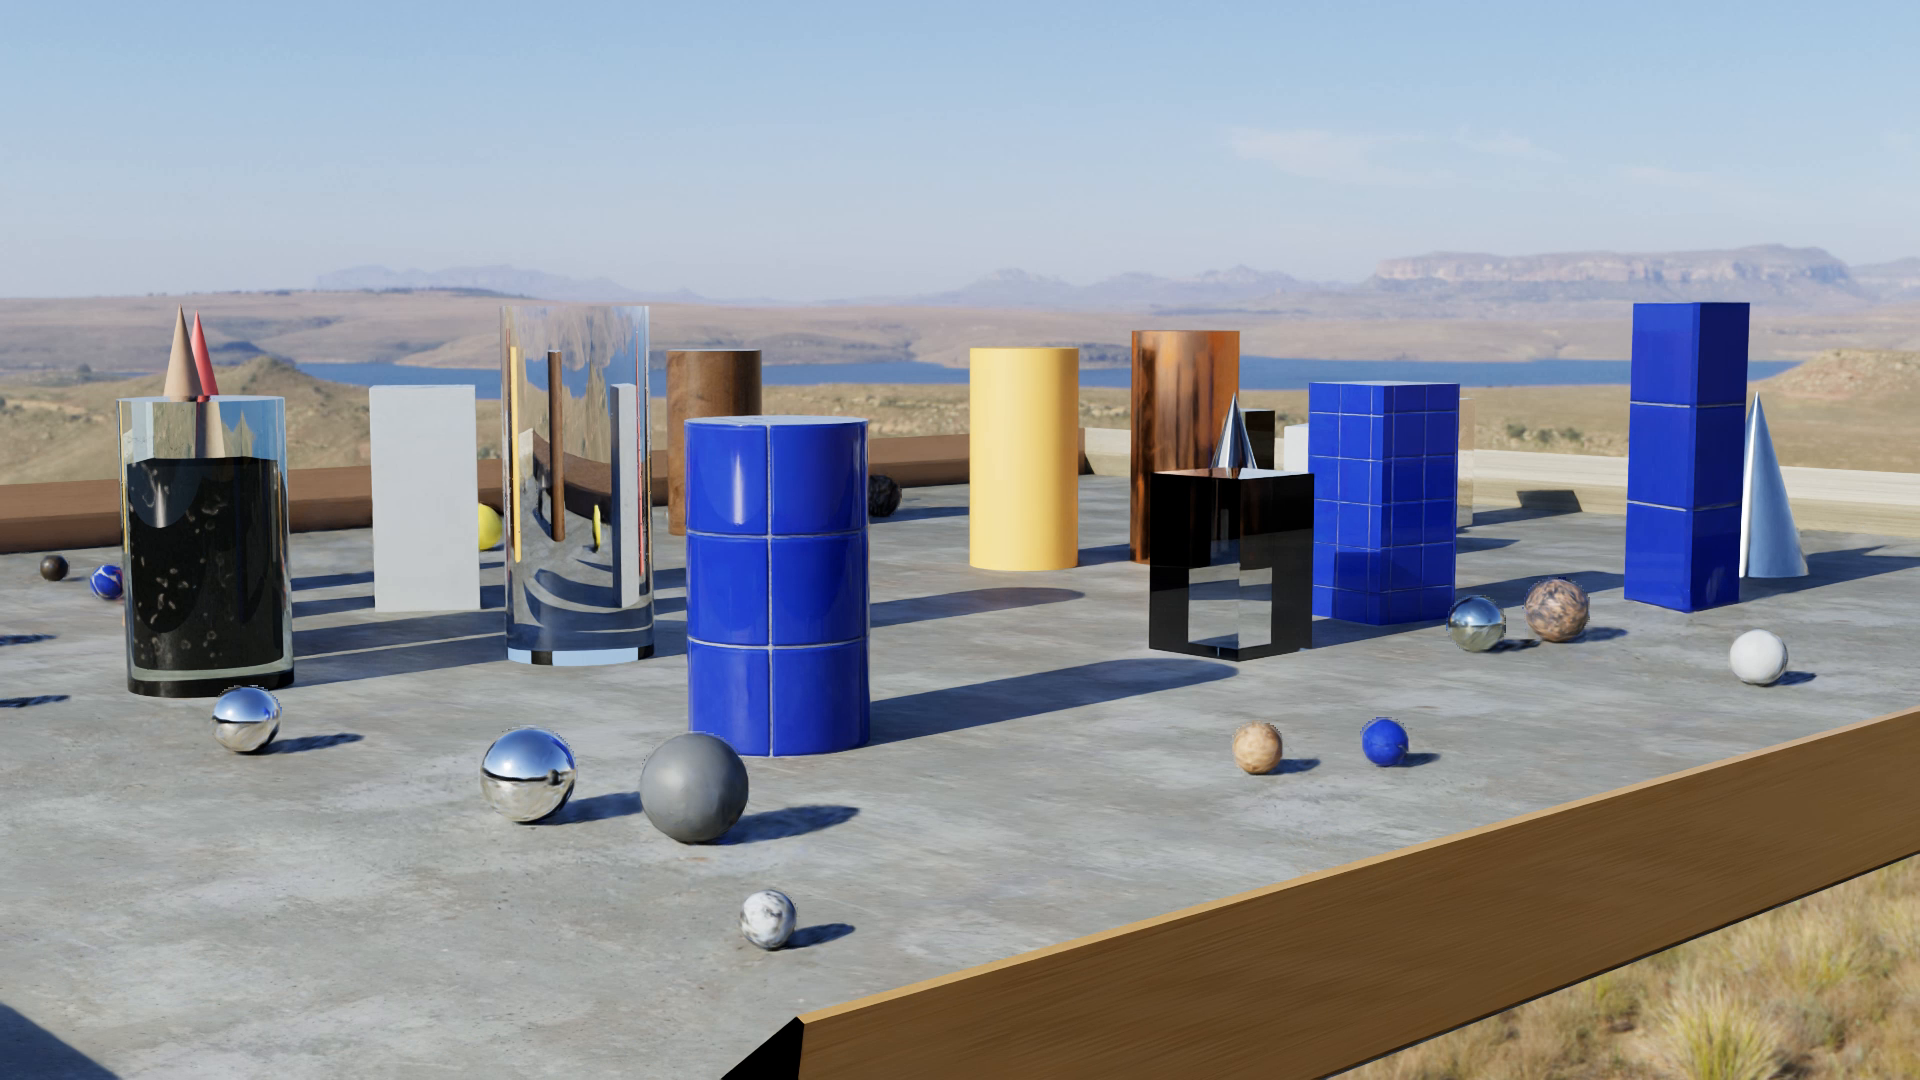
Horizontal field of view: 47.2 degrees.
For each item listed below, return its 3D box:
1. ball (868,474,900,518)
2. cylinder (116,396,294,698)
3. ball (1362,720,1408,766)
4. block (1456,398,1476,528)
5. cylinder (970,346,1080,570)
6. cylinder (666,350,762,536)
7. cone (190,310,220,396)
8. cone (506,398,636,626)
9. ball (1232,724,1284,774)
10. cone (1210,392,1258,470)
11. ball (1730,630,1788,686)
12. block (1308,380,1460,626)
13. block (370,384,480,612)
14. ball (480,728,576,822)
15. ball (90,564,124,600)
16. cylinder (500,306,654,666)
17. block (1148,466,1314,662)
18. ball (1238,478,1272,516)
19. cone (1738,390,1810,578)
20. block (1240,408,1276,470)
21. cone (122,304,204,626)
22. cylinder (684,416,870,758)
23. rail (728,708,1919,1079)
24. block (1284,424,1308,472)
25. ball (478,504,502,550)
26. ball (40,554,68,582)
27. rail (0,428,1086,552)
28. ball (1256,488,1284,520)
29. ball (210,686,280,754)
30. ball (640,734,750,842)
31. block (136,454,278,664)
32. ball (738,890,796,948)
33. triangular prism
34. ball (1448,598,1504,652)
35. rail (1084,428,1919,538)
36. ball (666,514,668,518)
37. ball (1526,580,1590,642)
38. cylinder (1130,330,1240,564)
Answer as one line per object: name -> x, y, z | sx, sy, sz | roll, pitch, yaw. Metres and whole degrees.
ball -> -0.173, -0.093, 4.664 | 0.091, 0.091, 0.091 | 0, 6, 0
cylinder -> -0.887, 0.003, 2.588 | 0.187, 0.338, 0.187 | 0, 6, 0
ball -> 0.413, 0.197, 2.138 | 0.046, 0.046, 0.046 | 0, 6, 0
block -> 0.941, -0.157, 4.472 | 0.150, 0.260, 0.150 | 5, 8, 40
cylinder -> 0.111, -0.144, 3.799 | 0.187, 0.374, 0.187 | 0, 6, 0
cylinder -> -0.484, -0.194, 4.342 | 0.187, 0.361, 0.187 | 0, 6, 0
cone -> -1.179, -0.138, 3.421 | 0.187, 0.442, 0.187 | 0, 6, 0
cone -> -0.563, -0.047, 3.165 | 0.187, 0.316, 0.187 | 0, 6, 0
ball -> 0.285, 0.200, 2.104 | 0.048, 0.048, 0.048 | 0, 6, 0
cone -> 0.432, -0.079, 3.477 | 0.187, 0.313, 0.187 | 0, 6, 0
ball -> 0.944, 0.139, 2.598 | 0.066, 0.066, 0.066 | 0, 6, 0
block -> 0.607, -0.058, 3.168 | 0.150, 0.336, 0.150 | -4, 7, -34
block -> -0.798, -0.066, 3.287 | 0.150, 0.327, 0.150 | -1, 6, -12
ball -> -0.374, 0.204, 1.906 | 0.082, 0.082, 0.082 | 0, 6, 0
ball -> -1.297, 0.065, 3.352 | 0.054, 0.054, 0.054 | 0, 6, 0
cylinder -> -0.488, -0.075, 2.808 | 0.187, 0.446, 0.187 | 0, 6, 0
block -> 0.353, 0.028, 2.861 | 0.150, 0.231, 0.150 | -6, 8, -43
ball -> 0.630, -0.092, 4.691 | 0.084, 0.084, 0.084 | 0, 6, 0
cone -> 1.340, -0.100, 3.710 | 0.187, 0.307, 0.187 | 0, 6, 0
block -> 0.510, -0.133, 4.315 | 0.150, 0.245, 0.150 | -5, 8, -37
cone -> -1.096, -0.110, 3.114 | 0.187, 0.452, 0.187 | 0, 6, 0
cylinder -> -0.187, 0.042, 2.256 | 0.187, 0.330, 0.187 | 0, 6, 0
rail -> 1.117, 0.159, 2.128 | 3.995, 0.122, 0.045 | -6, 8, -42
block -> 0.665, -0.082, 3.864 | 0.150, 0.238, 0.150 | 3, 7, 27
ball -> -0.882, -0.023, 4.031 | 0.086, 0.086, 0.086 | 0, 6, 0
ball -> -1.475, 0.046, 3.579 | 0.044, 0.044, 0.044 | 0, 6, 0
rail -> -1.117, -0.096, 4.536 | 3.995, 0.122, 0.045 | -6, 8, -42
ball -> 0.653, -0.075, 4.599 | 0.069, 0.069, 0.069 | 0, 6, 0
ball -> -0.715, 0.180, 2.201 | 0.067, 0.067, 0.067 | 0, 6, 0
ball -> -0.222, 0.207, 1.835 | 0.091, 0.091, 0.091 | 0, 6, 0
block -> -0.963, 0.021, 2.824 | 0.150, 0.251, 0.150 | -1, 6, -13
ball -> -0.134, 0.264, 1.533 | 0.040, 0.040, 0.040 | 0, 6, 0
triangular prism -> 1.067, -0.129, 3.290 | 0.141, 0.451, 0.162 | 6, 9, 45
ball -> 0.669, 0.110, 2.848 | 0.071, 0.071, 0.071 | 0, 6, 0
rail -> 1.451, -0.109, 4.663 | 0.045, 0.122, 3.342 | -6, 8, -42
ball -> -0.568, -0.049, 4.448 | 0.049, 0.049, 0.049 | 0, 6, 0
ball -> 0.797, 0.094, 2.935 | 0.083, 0.083, 0.083 | 0, 6, 0
cylinder -> 0.393, -0.164, 3.857 | 0.187, 0.403, 0.187 | 0, 6, 0
